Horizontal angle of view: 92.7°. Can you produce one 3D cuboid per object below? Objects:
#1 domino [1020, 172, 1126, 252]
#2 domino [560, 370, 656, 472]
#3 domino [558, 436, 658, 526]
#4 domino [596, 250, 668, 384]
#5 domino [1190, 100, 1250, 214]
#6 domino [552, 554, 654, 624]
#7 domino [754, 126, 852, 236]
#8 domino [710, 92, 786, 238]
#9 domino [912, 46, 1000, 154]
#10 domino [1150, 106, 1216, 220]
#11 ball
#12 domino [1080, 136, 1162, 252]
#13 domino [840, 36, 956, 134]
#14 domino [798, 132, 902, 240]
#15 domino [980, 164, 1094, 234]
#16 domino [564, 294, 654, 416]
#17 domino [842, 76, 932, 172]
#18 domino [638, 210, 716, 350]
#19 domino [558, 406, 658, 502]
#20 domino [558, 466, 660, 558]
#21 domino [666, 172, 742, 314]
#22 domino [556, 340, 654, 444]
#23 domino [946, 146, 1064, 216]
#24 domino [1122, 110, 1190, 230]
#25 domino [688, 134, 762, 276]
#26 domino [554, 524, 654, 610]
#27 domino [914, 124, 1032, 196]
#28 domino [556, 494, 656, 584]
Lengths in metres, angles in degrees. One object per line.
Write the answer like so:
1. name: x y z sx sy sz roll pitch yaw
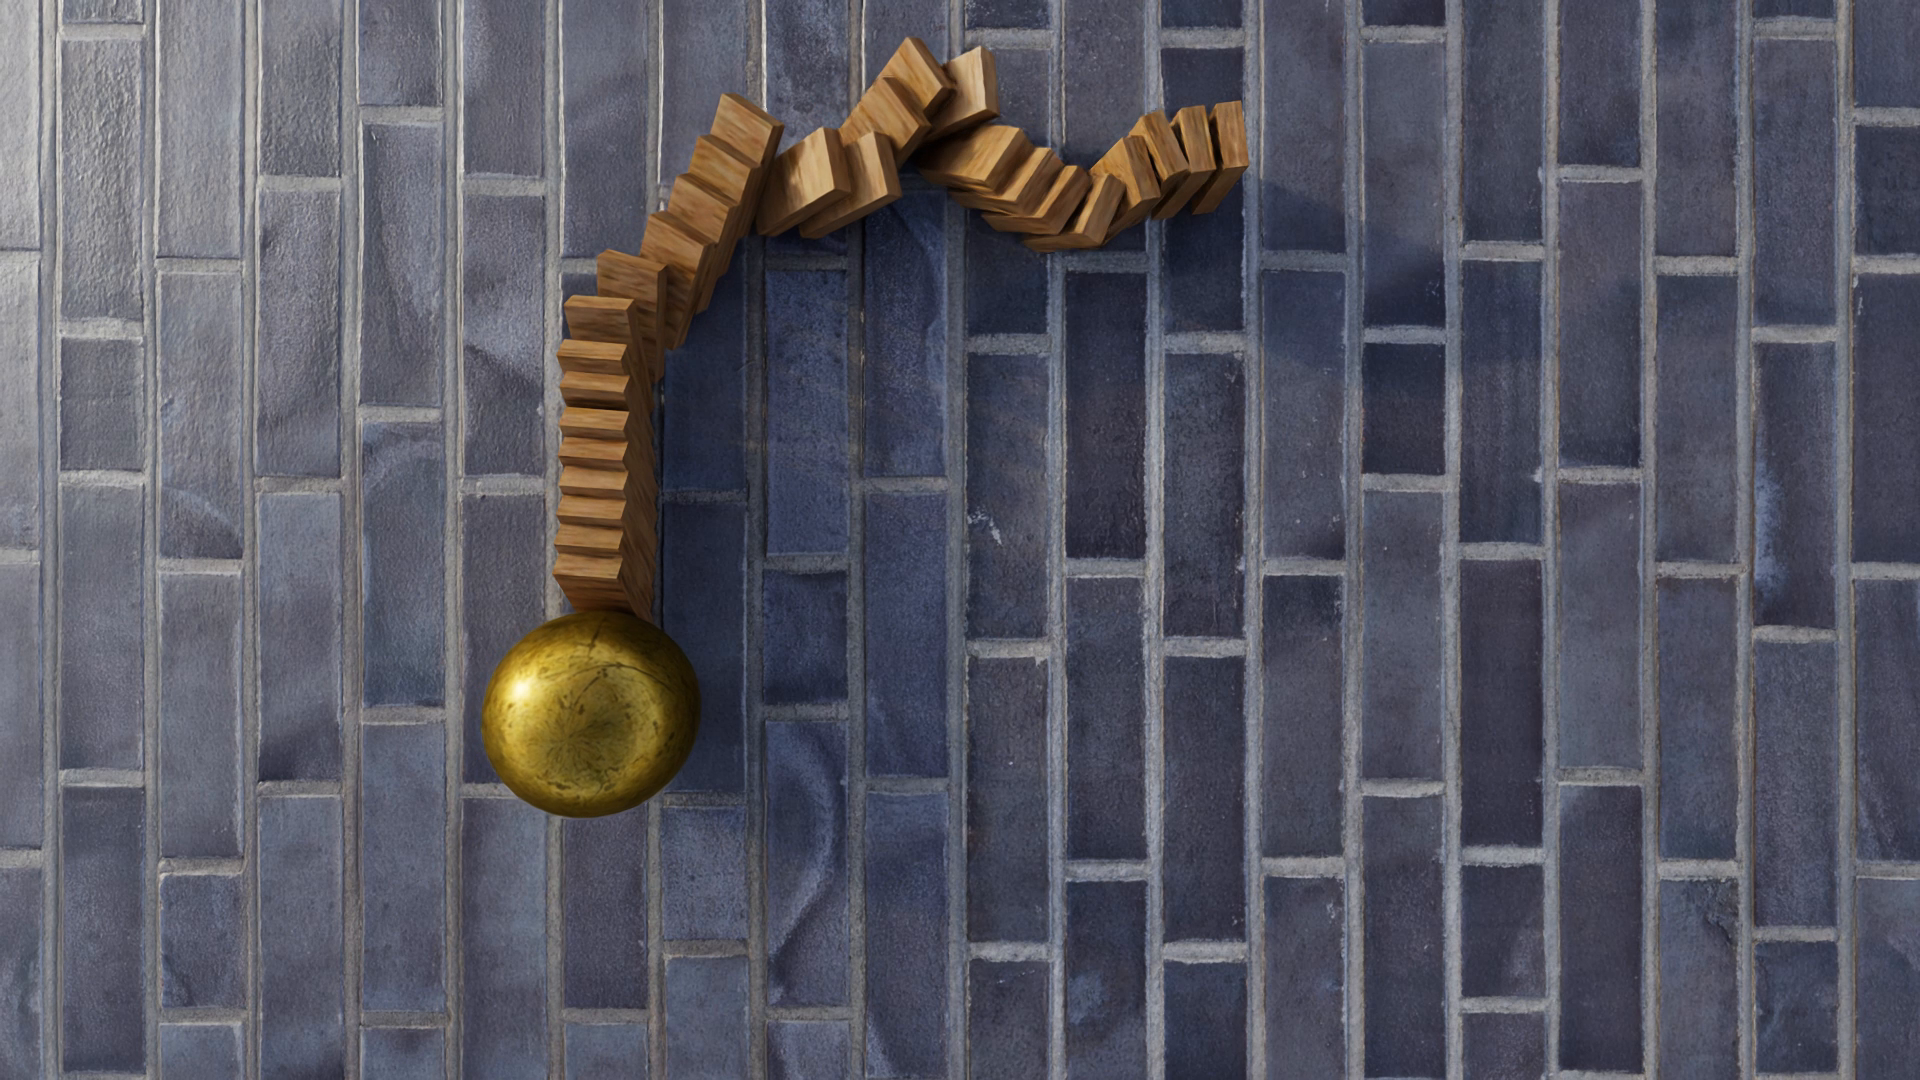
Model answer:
1. domino: 0.045 -0.133 0.375 0.010 0.050 0.025 23 92 -29
2. domino: -0.144 -0.047 0.377 0.025 0.050 0.009 5 52 0
3. domino: -0.143 -0.022 0.377 0.025 0.050 0.009 4 56 0
4. domino: -0.137 -0.092 0.382 0.025 0.010 0.050 15 125 0
5. domino: 0.104 -0.155 0.375 0.009 0.050 0.025 -7 90 0
6. domino: -0.146 0.024 0.377 0.025 0.050 0.009 4 56 0
7. domino: -0.067 -0.148 0.380 0.050 0.010 0.025 -11 90 41
8. domino: -0.093 -0.155 0.381 0.025 0.009 0.050 34 124 4
9. domino: -0.008 -0.181 0.381 0.050 0.009 0.025 -6 90 37
10. domino: 0.089 -0.153 0.375 0.009 0.050 0.025 -10 90 -6
11. ball: -0.143 0.068 0.360 0.080 0.080 0.080 0 90 0
12. domino: 0.061 -0.140 0.375 0.009 0.050 0.025 -17 90 -21
13. domino: -0.027 -0.178 0.380 0.050 0.010 0.025 -37 85 39
14. domino: -0.048 -0.146 0.381 0.050 0.009 0.025 -11 94 36
15. domino: 0.031 -0.140 0.377 0.009 0.050 0.025 34 90 -34
16. domino: -0.145 -0.075 0.380 0.025 0.009 0.050 4 130 1
17. domino: -0.036 -0.162 0.380 0.050 0.010 0.025 -39 86 39
18. domino: -0.122 -0.108 0.382 0.025 0.010 0.050 31 123 0
19. domino: -0.143 -0.033 0.377 0.025 0.050 0.010 5 56 0
20. domino: -0.143 -0.010 0.377 0.025 0.050 0.010 4 56 0
21. domino: -0.111 -0.123 0.382 0.025 0.010 0.050 32 123 2
22. domino: -0.145 -0.059 0.377 0.025 0.050 0.010 5 52 0
23. domino: 0.018 -0.149 0.378 0.010 0.050 0.025 34 90 -41
24. domino: 0.074 -0.150 0.375 0.009 0.050 0.025 -25 90 -12
25. domino: -0.103 -0.138 0.382 0.025 0.010 0.050 33 123 2
26. domino: -0.145 0.012 0.377 0.025 0.050 0.009 4 56 0
27. domino: 0.005 -0.159 0.379 0.050 0.009 0.025 34 90 44
28. domino: -0.144 0.001 0.377 0.025 0.050 0.009 4 56 0
